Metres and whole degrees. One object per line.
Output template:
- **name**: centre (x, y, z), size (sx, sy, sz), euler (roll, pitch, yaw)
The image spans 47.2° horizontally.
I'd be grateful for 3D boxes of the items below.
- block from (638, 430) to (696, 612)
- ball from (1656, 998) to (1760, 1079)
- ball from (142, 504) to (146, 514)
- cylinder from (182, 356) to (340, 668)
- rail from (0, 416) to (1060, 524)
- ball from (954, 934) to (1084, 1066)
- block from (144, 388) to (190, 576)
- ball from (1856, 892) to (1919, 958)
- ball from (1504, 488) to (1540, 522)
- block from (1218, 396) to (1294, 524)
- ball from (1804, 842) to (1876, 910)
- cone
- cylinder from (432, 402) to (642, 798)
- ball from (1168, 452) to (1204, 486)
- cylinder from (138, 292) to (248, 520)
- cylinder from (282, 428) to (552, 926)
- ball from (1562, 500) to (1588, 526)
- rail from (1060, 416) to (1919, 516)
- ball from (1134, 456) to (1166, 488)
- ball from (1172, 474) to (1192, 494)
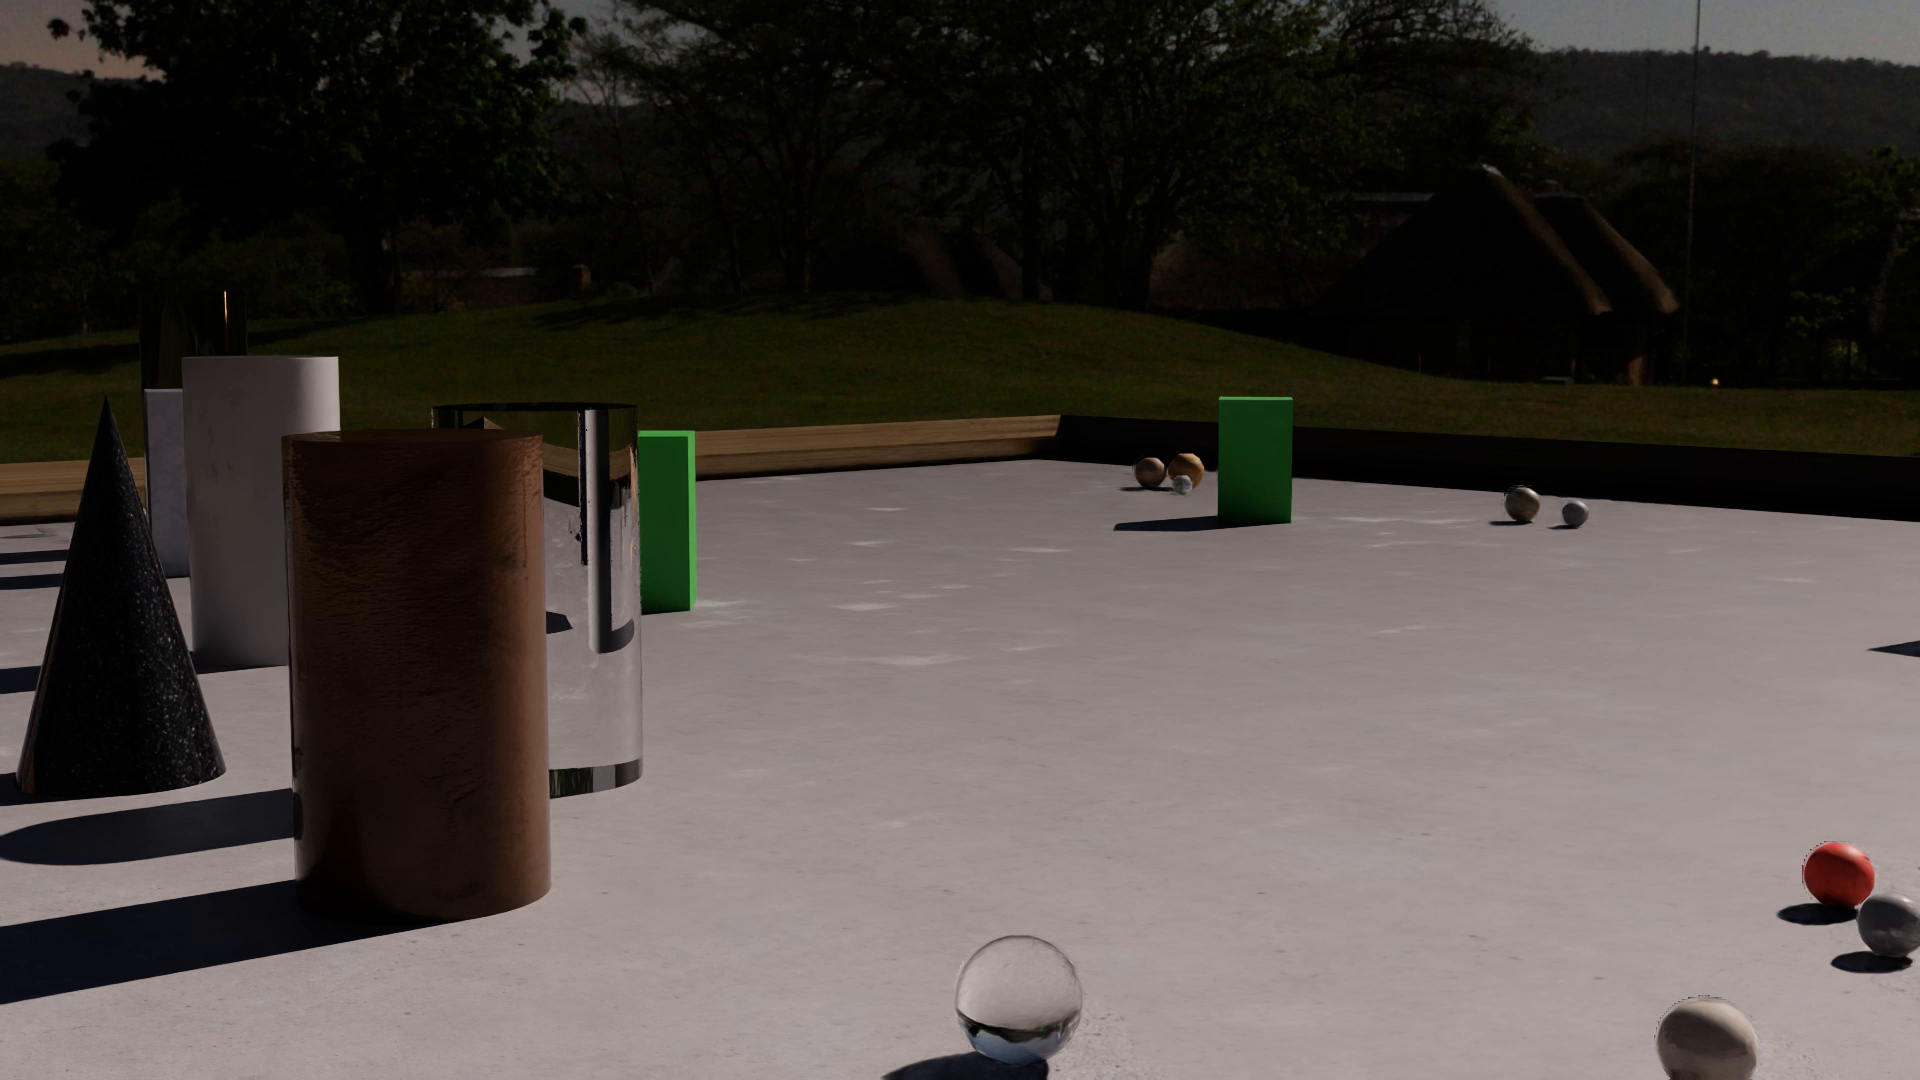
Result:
- **block**: centre (-0.478, -0.031, 3.303), size (0.152, 0.258, 0.152), euler (0, 6, -3)
- **ball**: centre (0.423, 0.288, 1.245), size (0.055, 0.055, 0.055), euler (0, 6, 0)
- **ball**: centre (-1.553, -0.031, 4.180), size (0.074, 0.074, 0.074), euler (0, 6, 0)
- **cylinder**: centre (-0.887, -0.042, 2.811), size (0.190, 0.383, 0.190), euler (0, 6, 0)
- **rail**: centre (-1.491, -0.137, 4.939), size (4.923, 0.123, 0.045), euler (-6, 8, -42)
- **ball**: centre (0.035, 0.272, 1.297), size (0.076, 0.076, 0.076), euler (0, 6, 0)
- **block**: centre (-1.297, -0.101, 3.735), size (0.152, 0.306, 0.152), euler (-2, 7, -22)
- **ball**: centre (0.642, 0.265, 1.514), size (0.045, 0.045, 0.045), euler (0, 6, 0)
- **ball**: centre (1.174, -0.074, 4.588), size (0.073, 0.073, 0.073), euler (0, 6, 0)
- **block**: centre (0.622, -0.171, 4.640), size (0.152, 0.255, 0.152), euler (1, 6, 7)
- **ball**: centre (0.654, 0.250, 1.635), size (0.049, 0.049, 0.049), euler (0, 6, 0)
- **cone**: centre (-0.801, 0.043, 2.082), size (0.190, 0.366, 0.190), euler (0, 6, 0)
- **cylinder**: centre (-0.398, 0.050, 2.081), size (0.190, 0.352, 0.190), euler (0, 6, 0)
- **ball**: centre (0.561, -0.172, 5.449), size (0.088, 0.088, 0.088), euler (0, 6, 0)
- **cylinder**: centre (-1.424, -0.225, 4.103), size (0.190, 0.474, 0.190), euler (0, 6, 0)
- **cylinder**: centre (-0.410, 0.095, 1.667), size (0.190, 0.350, 0.190), euler (0, 6, 0)
- **ball**: centre (1.257, -0.054, 4.491), size (0.053, 0.053, 0.053), euler (0, 6, 0)
- **rail**: centre (1.791, -0.141, 4.976), size (0.045, 0.123, 4.443), euler (-6, 8, -42)
- **ball**: centre (0.472, -0.167, 5.449), size (0.078, 0.078, 0.078), euler (0, 6, 0)
- **ball**: centre (0.532, -0.133, 5.265), size (0.048, 0.048, 0.048), euler (0, 6, 0)
